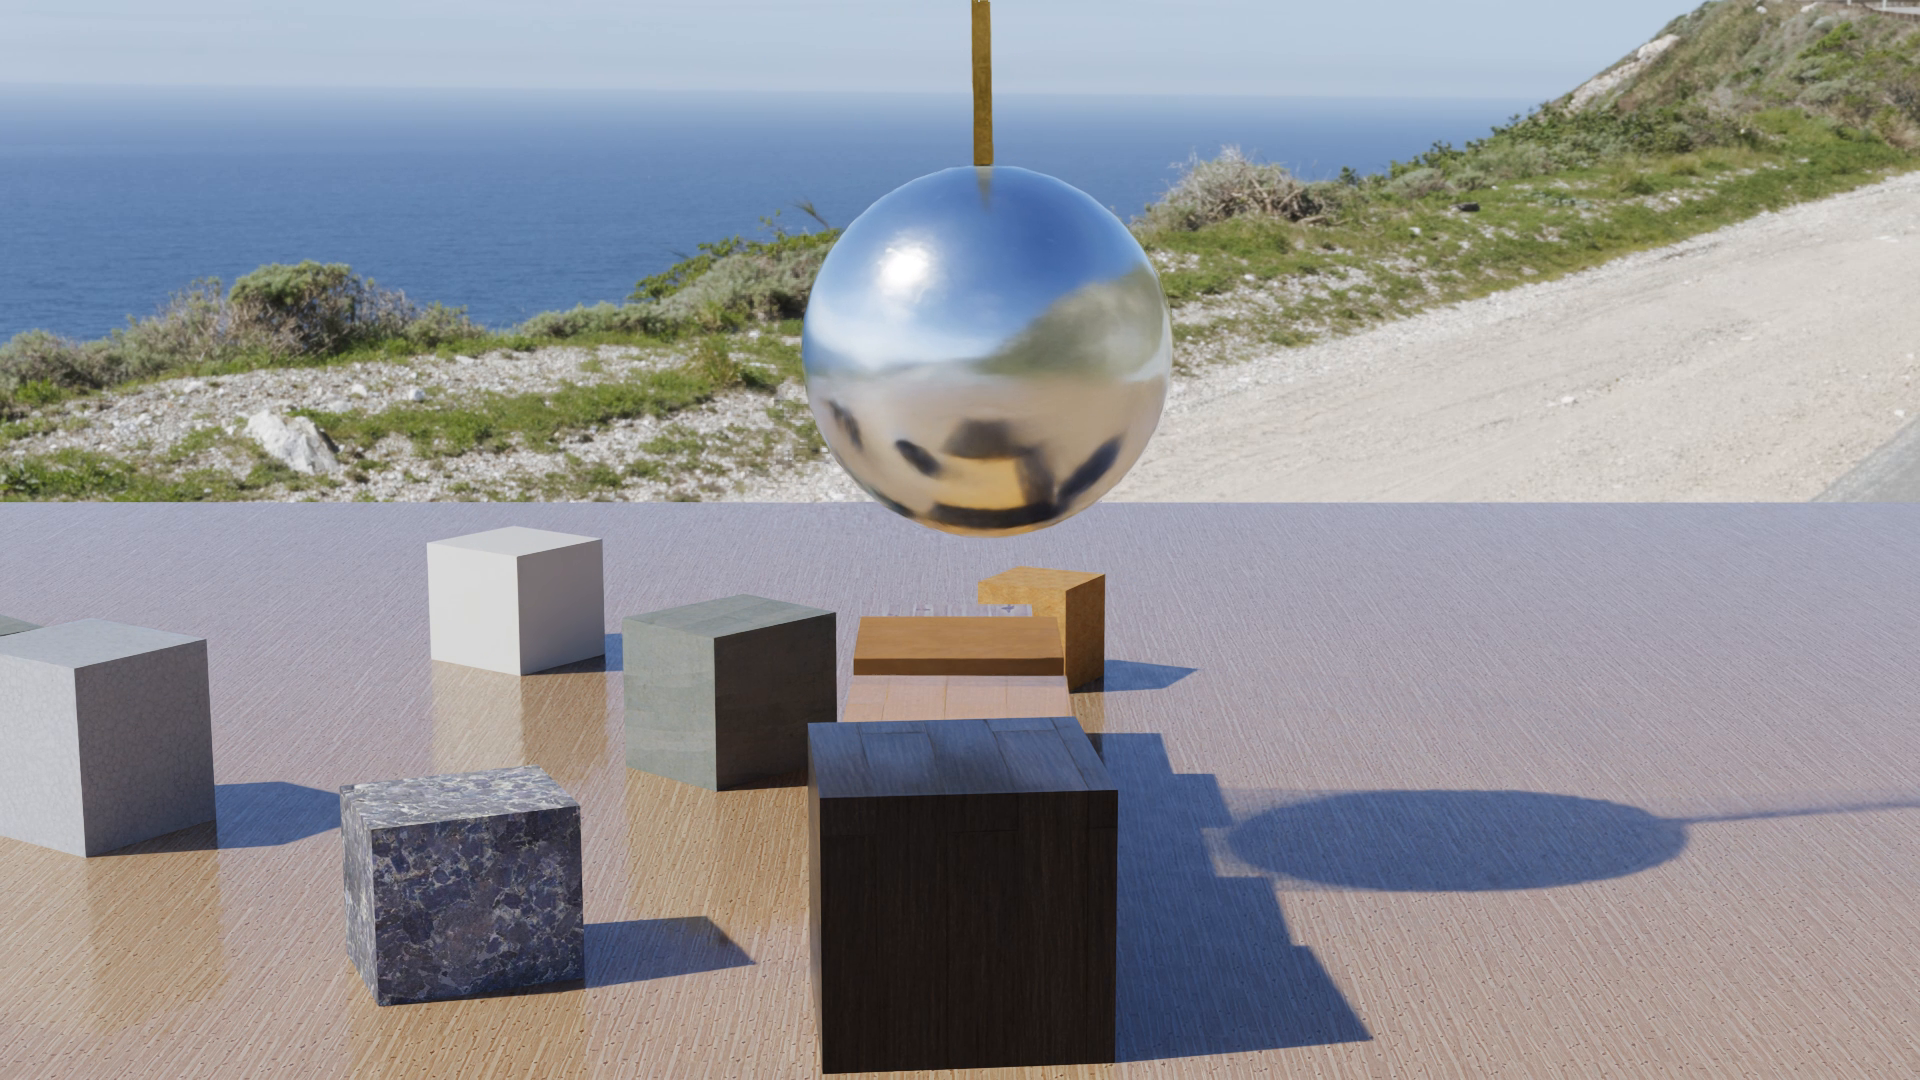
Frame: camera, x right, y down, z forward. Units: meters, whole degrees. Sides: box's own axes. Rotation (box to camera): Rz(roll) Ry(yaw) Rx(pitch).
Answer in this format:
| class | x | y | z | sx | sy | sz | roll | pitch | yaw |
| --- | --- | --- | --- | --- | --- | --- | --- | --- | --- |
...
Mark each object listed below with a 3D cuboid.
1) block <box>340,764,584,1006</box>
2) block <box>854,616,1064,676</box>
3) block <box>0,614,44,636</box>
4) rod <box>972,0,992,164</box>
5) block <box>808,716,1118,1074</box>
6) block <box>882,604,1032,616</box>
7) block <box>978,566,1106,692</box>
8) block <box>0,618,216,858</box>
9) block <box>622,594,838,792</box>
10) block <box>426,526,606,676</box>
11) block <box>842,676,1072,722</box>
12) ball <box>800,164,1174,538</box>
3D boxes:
| class | x | y | z | sx | sy | sz | roll | pitch | yaw |
| --- | --- | --- | --- | --- | --- | --- | --- | --- | --- |
| block | -1.978 | 1.352 | 10.172 | 0.807 | 0.701 | 0.658 | -4 | 11 | -23 |
| block | -0.006 | 0.883 | 12.318 | 0.969 | 0.856 | 0.932 | 0 | 10 | 0 |
| block | -5.316 | 0.768 | 13.594 | 0.739 | 0.625 | 0.664 | 9 | 14 | 42 |
| rod | 0.050 | -4.152 | 10.425 | 0.080 | 5.200 | 0.080 | -1 | 10 | 0 |
| block | -0.018 | 1.296 | 9.595 | 1.051 | 1.017 | 1.054 | -1 | 10 | -6 |
| block | -0.013 | 0.780 | 13.205 | 0.779 | 0.742 | 0.831 | 0 | 10 | 0 |
| block | 0.479 | 0.519 | 15.022 | 0.559 | 0.605 | 0.556 | 5 | 12 | 27 |
| block | -4.107 | 0.911 | 12.094 | 0.844 | 0.880 | 0.743 | 7 | 12 | 33 |
| block | -1.176 | 0.766 | 13.171 | 0.698 | 0.780 | 0.838 | 9 | 14 | 42 |
| block | -2.693 | 0.358 | 15.593 | 0.762 | 0.718 | 0.720 | 7 | 13 | 35 |
| block | -0.006 | 1.136 | 10.624 | 0.914 | 0.964 | 0.905 | 0 | 10 | 1 |
| ball | 0.115 | -0.808 | 11.033 | 1.600 | 1.600 | 1.600 | 0 | 10 | 0 |
